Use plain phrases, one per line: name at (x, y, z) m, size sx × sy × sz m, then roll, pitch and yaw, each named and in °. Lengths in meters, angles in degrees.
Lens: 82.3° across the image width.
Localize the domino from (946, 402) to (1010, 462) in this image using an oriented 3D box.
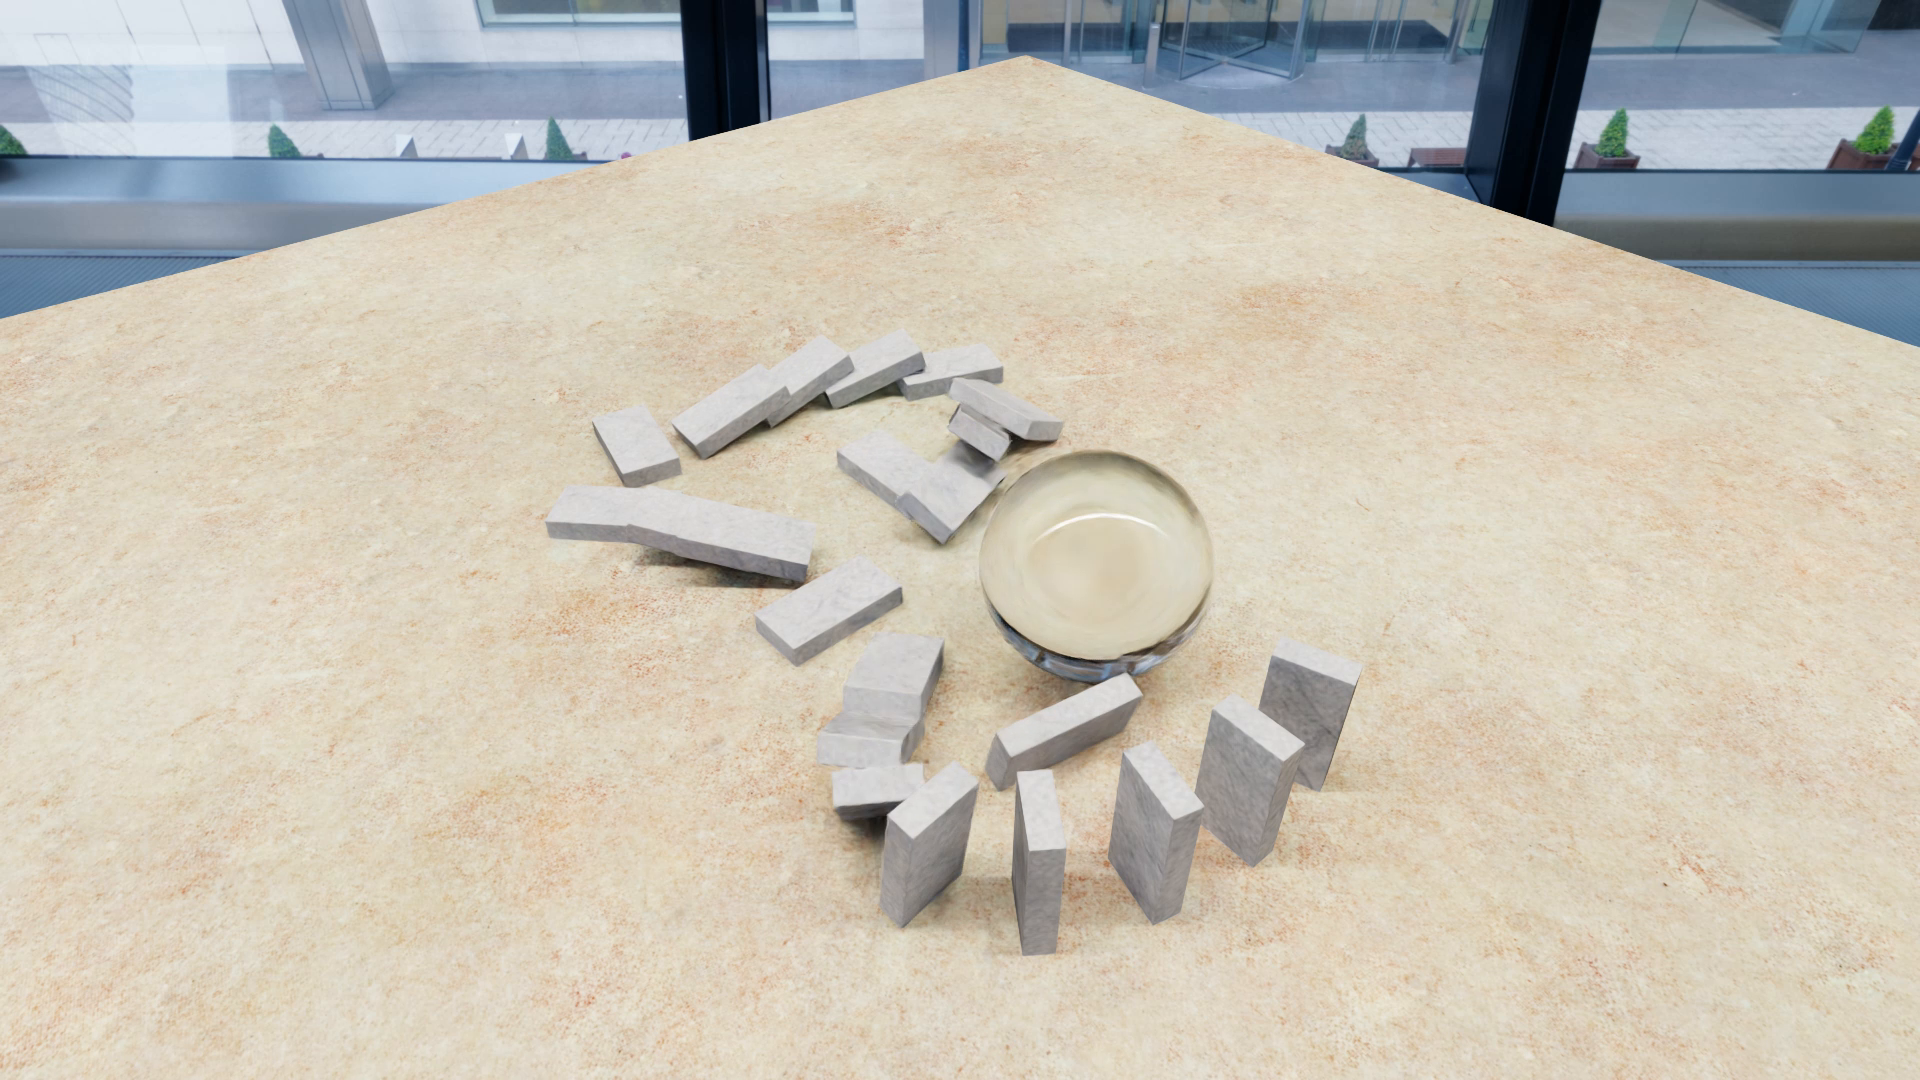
domino at (0.008, -0.047, 0.475) m, size 0.025 × 0.010 × 0.050 m, roll 32°, pitch 10°, yaw -5°

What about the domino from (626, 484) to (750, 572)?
domino at (-0.104, -0.005, 0.440) m, size 0.050 × 0.010 × 0.025 m, roll 15°, pitch 39°, yaw -5°

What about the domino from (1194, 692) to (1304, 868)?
domino at (0.084, 0.071, 0.324) m, size 0.010 × 0.050 × 0.025 m, roll -28°, pitch 47°, yaw -30°

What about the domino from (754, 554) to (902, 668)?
domino at (-0.049, 0.026, 0.412) m, size 0.050 × 0.009 × 0.025 m, roll -30°, pitch 48°, yaw -32°

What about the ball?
ball at (0.046, 0.009, 0.377) m, size 0.080 × 0.080 × 0.080 m, roll 0°, pitch 39°, yaw 0°

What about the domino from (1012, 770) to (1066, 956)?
domino at (0.021, 0.089, 0.302) m, size 0.010 × 0.050 × 0.025 m, roll -3°, pitch 39°, yaw -4°

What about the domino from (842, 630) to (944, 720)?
domino at (-0.022, 0.045, 0.373) m, size 0.025 × 0.010 × 0.050 m, roll 5°, pitch 16°, yaw 7°

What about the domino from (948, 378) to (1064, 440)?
domino at (0.021, -0.061, 0.510) m, size 0.050 × 0.009 × 0.025 m, roll 33°, pitch 23°, yaw 34°

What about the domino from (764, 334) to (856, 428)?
domino at (-0.078, -0.076, 0.526) m, size 0.050 × 0.010 × 0.025 m, roll -38°, pitch 50°, yaw -16°

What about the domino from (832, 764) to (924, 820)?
domino at (-0.024, 0.074, 0.323) m, size 0.025 × 0.050 × 0.010 m, roll -4°, pitch 72°, yaw -5°

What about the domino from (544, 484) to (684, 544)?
domino at (-0.142, -0.011, 0.456) m, size 0.050 × 0.009 × 0.025 m, roll 3°, pitch 39°, yaw 4°

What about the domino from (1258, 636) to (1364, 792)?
domino at (0.107, 0.055, 0.344) m, size 0.025 × 0.050 × 0.010 m, roll 20°, pitch 43°, yaw 23°

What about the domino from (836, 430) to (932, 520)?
domino at (-0.029, -0.029, 0.479) m, size 0.025 × 0.010 × 0.050 m, roll -29°, pitch 47°, yaw -31°

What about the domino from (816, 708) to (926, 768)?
domino at (-0.027, 0.061, 0.347) m, size 0.025 × 0.009 × 0.050 m, roll 5°, pitch 3°, yaw 6°

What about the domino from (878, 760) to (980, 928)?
domino at (-0.009, 0.085, 0.307) m, size 0.010 × 0.050 × 0.025 m, roll 37°, pitch 51°, yaw 26°

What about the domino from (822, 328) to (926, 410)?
domino at (-0.044, -0.084, 0.536) m, size 0.050 × 0.009 × 0.025 m, roll -27°, pitch 44°, yaw -8°

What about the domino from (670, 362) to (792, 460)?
domino at (-0.105, -0.060, 0.506) m, size 0.050 × 0.009 × 0.025 m, roll -37°, pitch 50°, yaw -17°

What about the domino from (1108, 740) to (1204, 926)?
domino at (0.054, 0.083, 0.310) m, size 0.010 × 0.050 × 0.025 m, roll -17°, pitch 42°, yaw -19°

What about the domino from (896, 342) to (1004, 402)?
domino at (-0.006, -0.084, 0.546) m, size 0.050 × 0.009 × 0.025 m, roll -13°, pitch 41°, yaw -16°

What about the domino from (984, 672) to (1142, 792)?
domino at (0.033, 0.062, 0.355) m, size 0.050 × 0.025 × 0.009 m, roll -21°, pitch 59°, yaw -23°

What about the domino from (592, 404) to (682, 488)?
domino at (-0.146, -0.042, 0.495) m, size 0.025 × 0.010 × 0.050 m, roll -20°, pitch 43°, yaw -23°

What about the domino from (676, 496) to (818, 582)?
domino at (-0.083, 0.000, 0.428) m, size 0.050 × 0.009 × 0.025 m, roll 12°, pitch 40°, yaw -7°

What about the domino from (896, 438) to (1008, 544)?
domino at (-0.003, -0.022, 0.457) m, size 0.025 × 0.010 × 0.050 m, roll 42°, pitch 43°, yaw 1°
